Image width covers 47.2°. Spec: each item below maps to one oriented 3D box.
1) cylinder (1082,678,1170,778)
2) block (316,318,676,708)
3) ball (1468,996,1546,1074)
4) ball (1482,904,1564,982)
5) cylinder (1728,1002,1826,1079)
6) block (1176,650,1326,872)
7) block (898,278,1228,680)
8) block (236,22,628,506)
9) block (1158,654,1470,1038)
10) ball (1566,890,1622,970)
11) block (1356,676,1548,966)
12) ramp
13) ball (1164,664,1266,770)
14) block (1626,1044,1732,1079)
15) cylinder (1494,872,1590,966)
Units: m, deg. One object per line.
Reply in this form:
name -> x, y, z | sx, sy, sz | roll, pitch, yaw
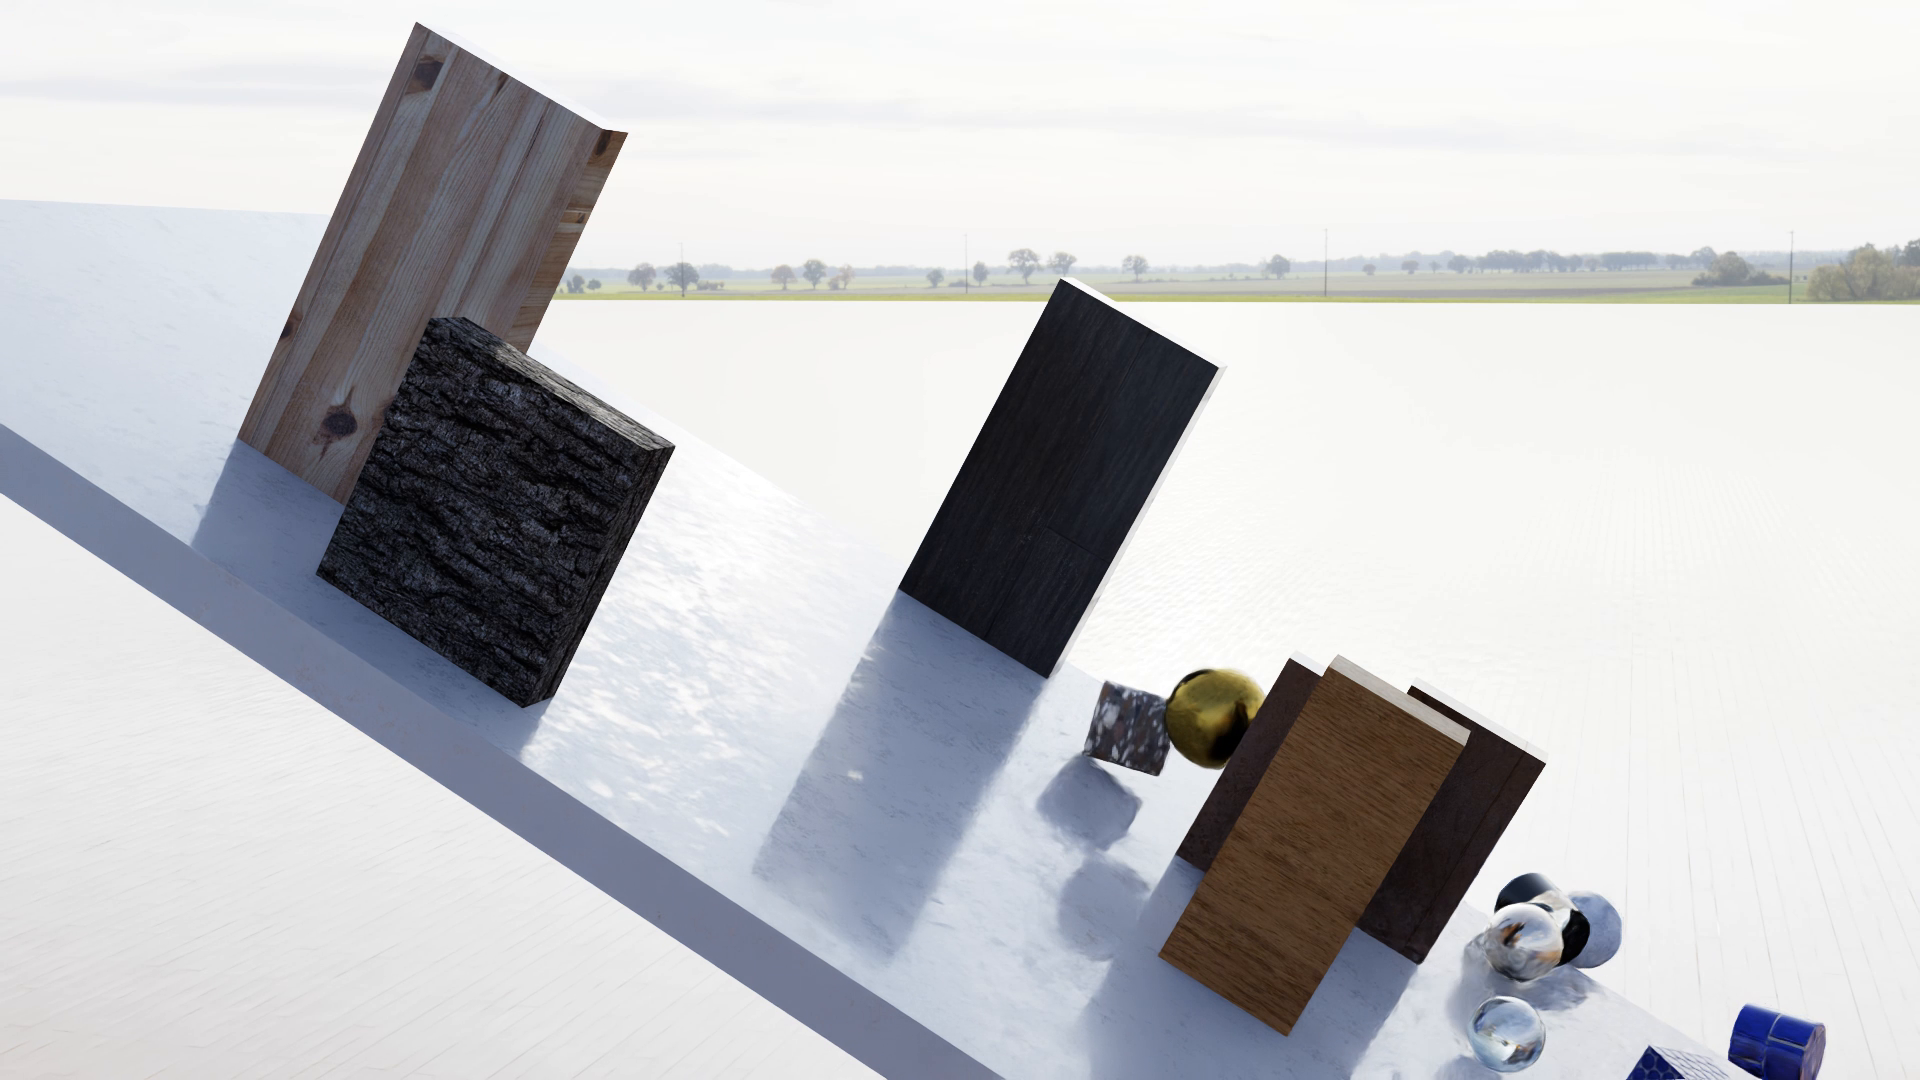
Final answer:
cylinder -> 0.350, 0.382, 4.479 | 0.162, 0.162, 0.162 | 17, 8, 4
block -> -0.727, -0.046, 3.427 | 0.409, 0.459, 0.104 | 31, 14, 12
ball -> 0.990, 0.895, 3.982 | 0.137, 0.137, 0.137 | 0, 7, 0
ball -> 1.150, 0.822, 4.492 | 0.159, 0.159, 0.159 | 0, 7, 0
cylinder -> 1.865, 1.157, 5.019 | 0.163, 0.163, 0.163 | 12, 13, 38
block -> 0.671, 0.492, 4.169 | 0.344, 0.447, 0.088 | 31, 14, 12
block -> 0.220, -0.135, 4.839 | 0.396, 0.785, 0.107 | 31, 14, 12
block -> -0.907, -0.429, 3.751 | 0.383, 0.795, 0.097 | 31, 14, 12
block -> 0.590, 0.510, 3.678 | 0.251, 0.582, 0.122 | 31, 14, 12
ball -> 1.374, 0.861, 4.858 | 0.173, 0.173, 0.173 | 0, 7, 0
block -> 0.901, 0.552, 4.326 | 0.293, 0.477, 0.094 | 31, 14, 12
ramp -> -0.212, 0.351, 4.142 | 4.000, 0.100, 2.000 | 31, 14, 12
ball -> 0.507, 0.348, 4.330 | 0.208, 0.208, 0.208 | 0, 7, 0
block -> 1.307, 1.046, 3.957 | 0.178, 0.178, 0.178 | 18, 17, -34
cylinder -> 1.249, 0.816, 4.721 | 0.147, 0.147, 0.147 | -2, 23, -15
